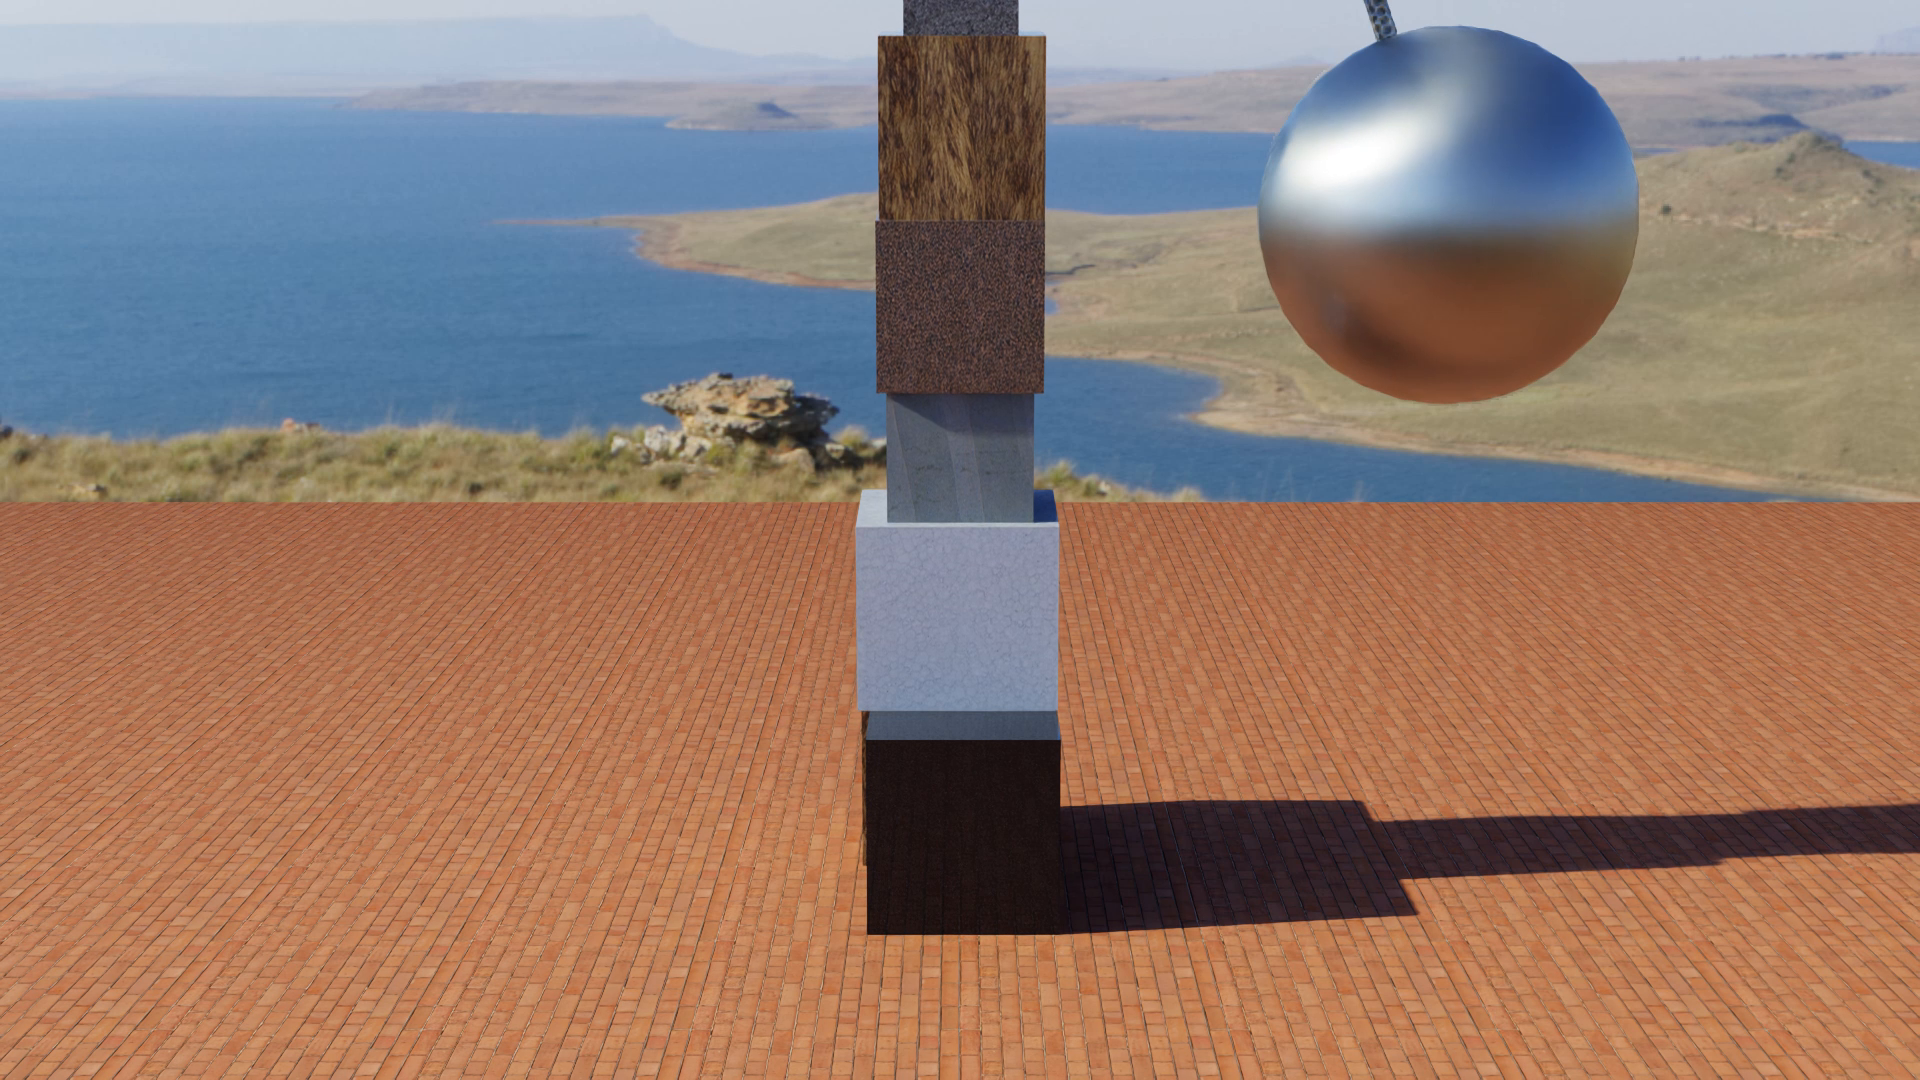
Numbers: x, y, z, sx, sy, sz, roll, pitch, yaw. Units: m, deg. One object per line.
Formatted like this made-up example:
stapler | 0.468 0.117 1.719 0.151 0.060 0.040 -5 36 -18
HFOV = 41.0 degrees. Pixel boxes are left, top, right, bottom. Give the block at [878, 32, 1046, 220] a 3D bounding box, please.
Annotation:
block | 0.008 -1.743 10.749 0.681 0.743 0.638 0 13 0

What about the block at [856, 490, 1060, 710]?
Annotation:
block | -0.010 0.250 11.207 0.854 0.801 0.768 0 13 0

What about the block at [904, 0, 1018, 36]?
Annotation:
block | 0.004 -2.373 10.604 0.467 0.549 0.481 0 13 0

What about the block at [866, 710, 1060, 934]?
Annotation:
block | 0.014 1.139 10.978 0.795 0.831 0.929 0 10 0

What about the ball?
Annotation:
ball | 2.074 -1.378 10.930 1.600 1.600 1.600 0 10 0

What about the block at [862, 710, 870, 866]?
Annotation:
block | -0.019 0.973 11.834 0.835 0.852 0.796 0 10 0

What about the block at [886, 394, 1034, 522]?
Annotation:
block | 0.001 -0.413 11.054 0.617 0.560 0.601 0 13 0

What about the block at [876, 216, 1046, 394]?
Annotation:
block | 0.001 -1.034 10.912 0.695 0.713 0.691 0 13 0

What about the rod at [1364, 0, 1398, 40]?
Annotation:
rod | 0.899 -4.517 10.359 0.080 5.200 0.080 -20 10 4
